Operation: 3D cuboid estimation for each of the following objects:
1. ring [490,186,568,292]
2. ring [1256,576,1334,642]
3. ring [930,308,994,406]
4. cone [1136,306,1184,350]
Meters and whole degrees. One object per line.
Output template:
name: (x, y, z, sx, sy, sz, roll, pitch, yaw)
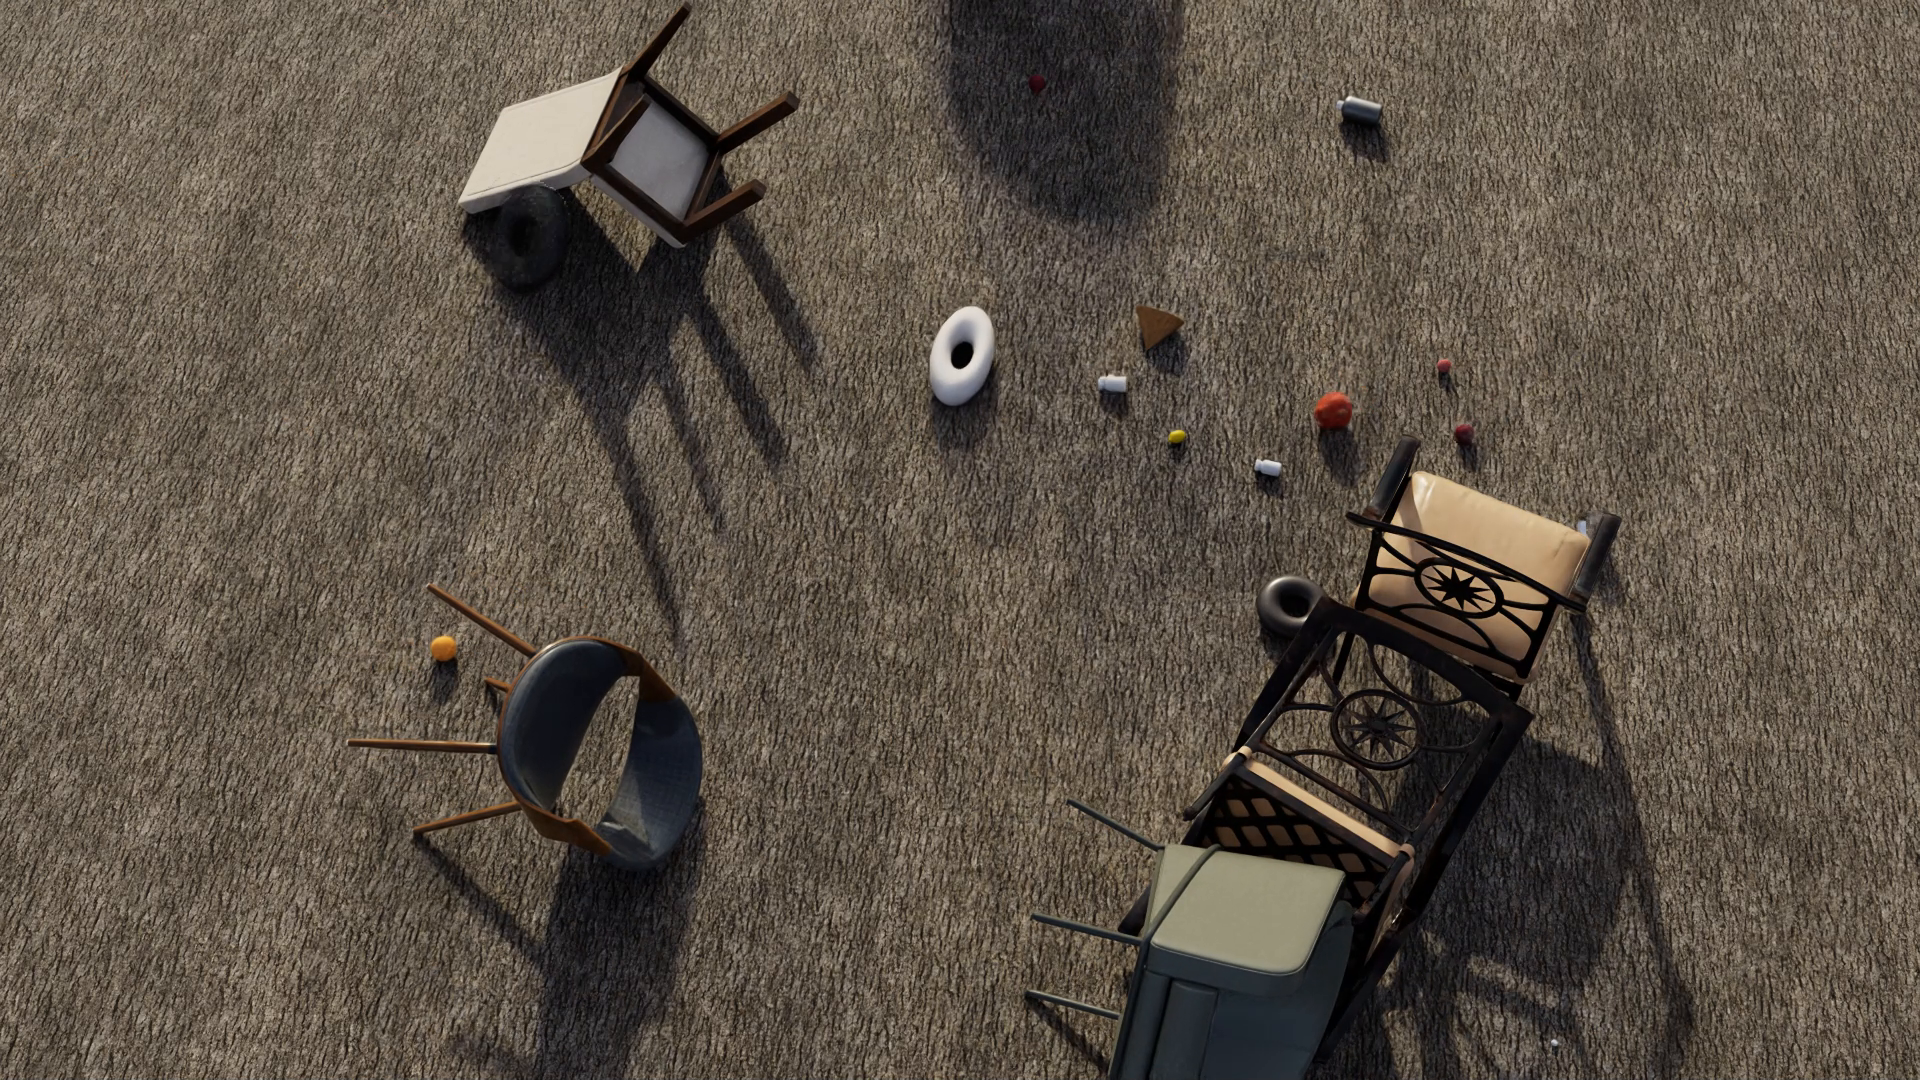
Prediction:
ring: (-1.390, -0.971, 7.092, 0.330, 0.054, 0.352, 22, 96, 32)
ring: (0.975, 0.198, 6.406, 0.228, 0.060, 0.217, 34, 62, 20)
ring: (0.007, -0.578, 6.902, 0.194, 0.097, 0.383, 12, 58, 4)
cone: (0.615, -0.657, 6.989, 0.166, 0.092, 0.128, 19, 78, 14)
